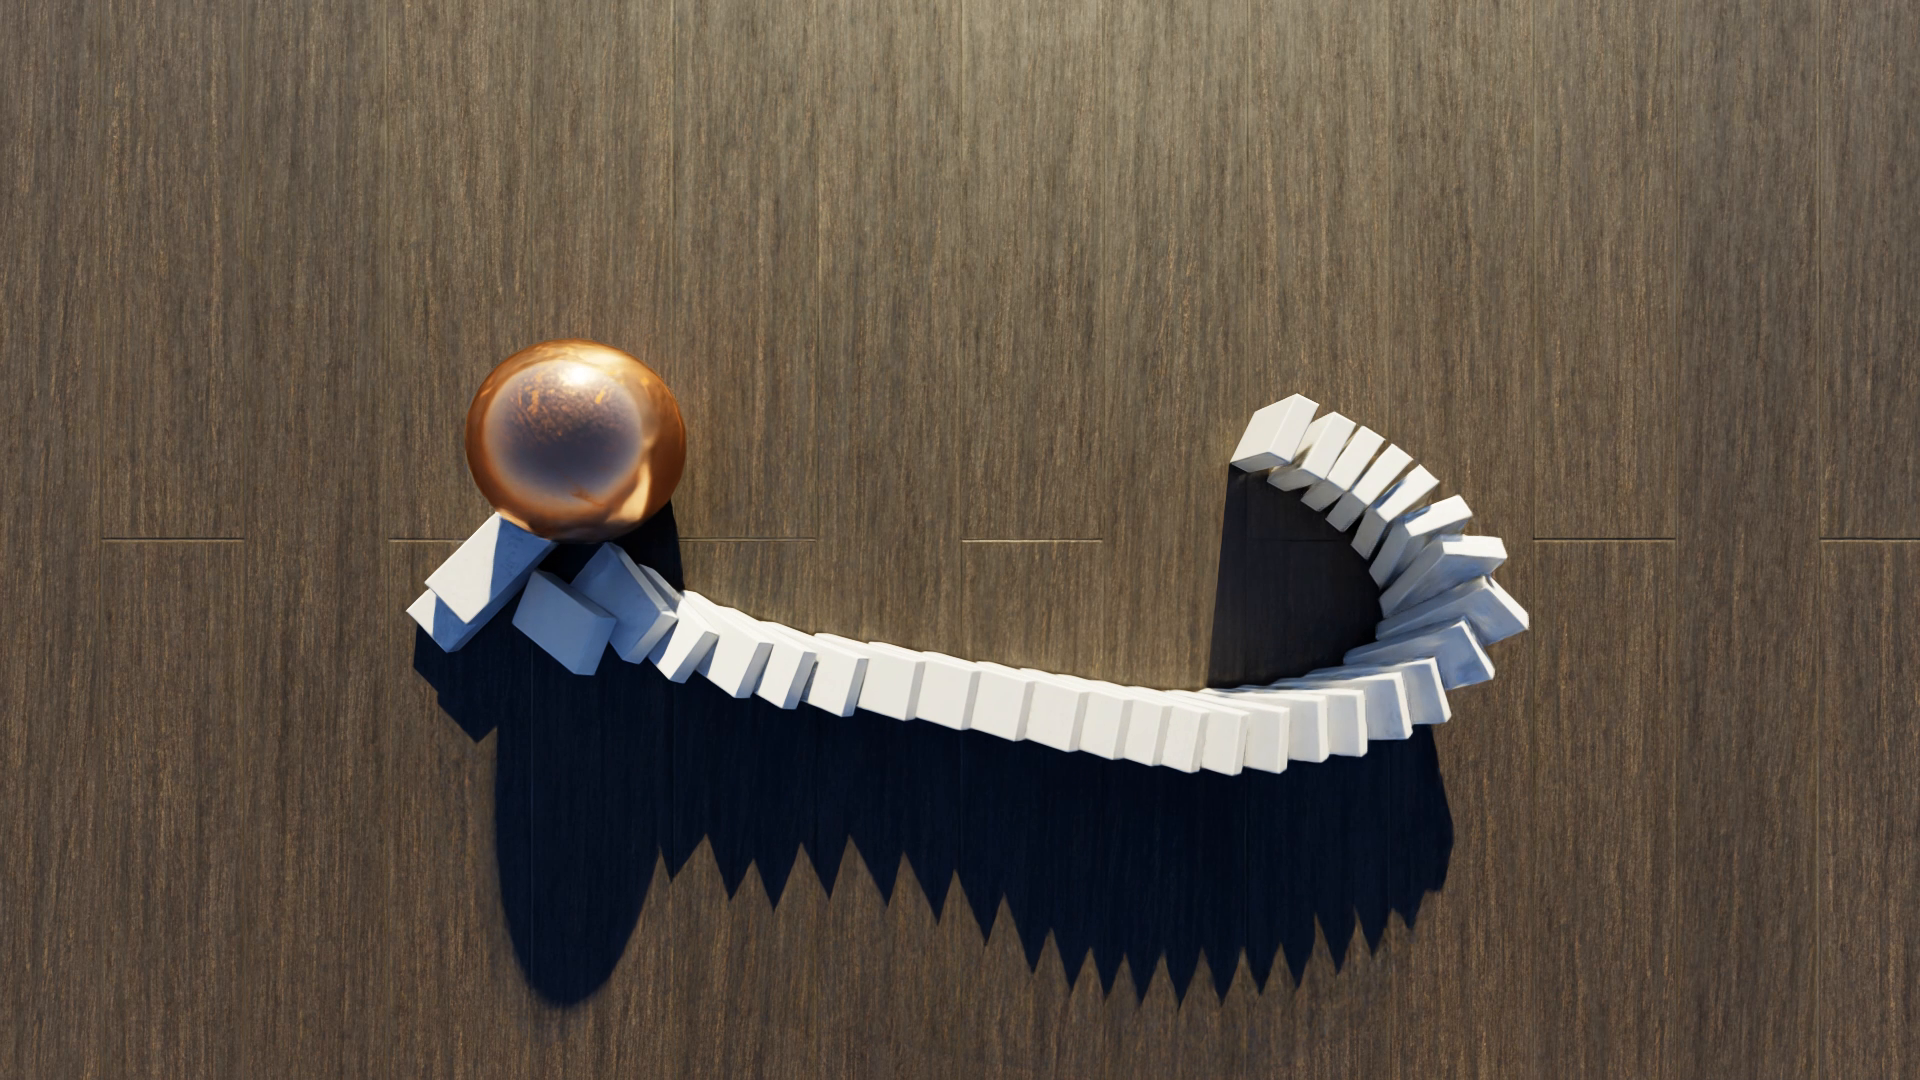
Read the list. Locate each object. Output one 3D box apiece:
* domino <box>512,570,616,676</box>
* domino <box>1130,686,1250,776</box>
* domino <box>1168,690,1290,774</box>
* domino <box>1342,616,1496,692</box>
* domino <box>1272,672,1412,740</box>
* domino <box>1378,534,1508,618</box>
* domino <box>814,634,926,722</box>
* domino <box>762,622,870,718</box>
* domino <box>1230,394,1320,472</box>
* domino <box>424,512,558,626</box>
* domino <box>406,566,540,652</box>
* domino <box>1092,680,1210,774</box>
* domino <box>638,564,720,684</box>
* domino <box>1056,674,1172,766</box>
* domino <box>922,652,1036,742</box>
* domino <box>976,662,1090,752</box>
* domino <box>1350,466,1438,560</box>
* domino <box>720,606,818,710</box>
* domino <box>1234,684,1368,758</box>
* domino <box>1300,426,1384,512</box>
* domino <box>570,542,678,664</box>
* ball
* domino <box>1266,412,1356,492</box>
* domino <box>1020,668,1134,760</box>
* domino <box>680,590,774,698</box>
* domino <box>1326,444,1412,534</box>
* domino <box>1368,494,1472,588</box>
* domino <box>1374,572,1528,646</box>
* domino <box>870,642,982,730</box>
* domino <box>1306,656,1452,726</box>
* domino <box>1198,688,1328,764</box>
[{"bbox_3d":[-0.166,0.034,0.382,0.050,0.009,0.025,25,94,32],"label":"domino"},{"bbox_3d":[0.093,0.079,0.381,0.050,0.010,0.025,8,91,38],"label":"domino"},{"bbox_3d":[0.110,0.079,0.381,0.050,0.009,0.025,4,92,38],"label":"domino"},{"bbox_3d":[0.189,0.051,0.380,0.050,0.009,0.025,-29,92,41],"label":"domino"},{"bbox_3d":[0.158,0.070,0.381,0.050,0.009,0.025,-11,91,38],"label":"domino"},{"bbox_3d":[0.197,0.016,0.376,0.025,0.050,0.010,4,55,-4],"label":"domino"},{"bbox_3d":[-0.040,0.057,0.385,0.050,0.009,0.025,11,90,26],"label":"domino"},{"bbox_3d":[-0.064,0.054,0.385,0.050,0.010,0.025,16,90,25],"label":"domino"},{"bbox_3d":[0.127,-0.043,0.375,0.010,0.050,0.025,26,90,0],"label":"domino"},{"bbox_3d":[-0.196,0.009,0.386,0.050,0.010,0.025,-44,90,0],"label":"domino"},{"bbox_3d":[-0.210,0.022,0.395,0.050,0.009,0.025,-44,90,0],"label":"domino"},{"bbox_3d":[0.076,0.077,0.381,0.050,0.010,0.025,11,90,38],"label":"domino"},{"bbox_3d":[-0.125,0.034,0.384,0.050,0.010,0.025,37,90,29],"label":"domino"},{"bbox_3d":[0.061,0.074,0.381,0.050,0.010,0.025,11,90,38],"label":"domino"},{"bbox_3d":[0.005,0.065,0.383,0.050,0.009,0.025,11,90,30],"label":"domino"},{"bbox_3d":[0.028,0.069,0.382,0.050,0.010,0.025,11,90,35],"label":"domino"},{"bbox_3d":[0.177,-0.010,0.375,0.025,0.050,0.009,-38,66,0],"label":"domino"},{"bbox_3d":[-0.085,0.049,0.383,0.050,0.010,0.025,22,91,30],"label":"domino"},{"bbox_3d":[0.141,0.074,0.381,0.050,0.009,0.025,-4,90,38],"label":"domino"},{"bbox_3d":[0.155,-0.028,0.375,0.009,0.050,0.025,36,90,12],"label":"domino"},{"bbox_3d":[-0.141,0.026,0.383,0.025,0.010,0.050,-49,60,2],"label":"domino"},{"bbox_3d":[-0.149,-0.038,0.360,0.080,0.080,0.080,0,90,0],"label":"ball"},{"bbox_3d":[0.143,-0.035,0.375,0.009,0.050,0.025,29,90,4],"label":"domino"},{"bbox_3d":[0.046,0.072,0.381,0.050,0.009,0.025,11,90,38],"label":"domino"},{"bbox_3d":[-0.103,0.043,0.383,0.050,0.010,0.025,26,93,29],"label":"domino"},{"bbox_3d":[0.166,-0.020,0.375,0.025,0.050,0.009,-46,73,0],"label":"domino"},{"bbox_3d":[0.188,0.002,0.376,0.025,0.050,0.009,-20,61,0],"label":"domino"},{"bbox_3d":[0.201,0.035,0.378,0.025,0.010,0.050,43,134,-8],"label":"domino"},{"bbox_3d":[-0.017,0.061,0.384,0.050,0.009,0.025,11,90,27],"label":"domino"},{"bbox_3d":[0.173,0.064,0.381,0.050,0.010,0.025,-15,90,38],"label":"domino"},{"bbox_3d":[0.125,0.076,0.381,0.050,0.009,0.025,-2,90,38],"label":"domino"}]
